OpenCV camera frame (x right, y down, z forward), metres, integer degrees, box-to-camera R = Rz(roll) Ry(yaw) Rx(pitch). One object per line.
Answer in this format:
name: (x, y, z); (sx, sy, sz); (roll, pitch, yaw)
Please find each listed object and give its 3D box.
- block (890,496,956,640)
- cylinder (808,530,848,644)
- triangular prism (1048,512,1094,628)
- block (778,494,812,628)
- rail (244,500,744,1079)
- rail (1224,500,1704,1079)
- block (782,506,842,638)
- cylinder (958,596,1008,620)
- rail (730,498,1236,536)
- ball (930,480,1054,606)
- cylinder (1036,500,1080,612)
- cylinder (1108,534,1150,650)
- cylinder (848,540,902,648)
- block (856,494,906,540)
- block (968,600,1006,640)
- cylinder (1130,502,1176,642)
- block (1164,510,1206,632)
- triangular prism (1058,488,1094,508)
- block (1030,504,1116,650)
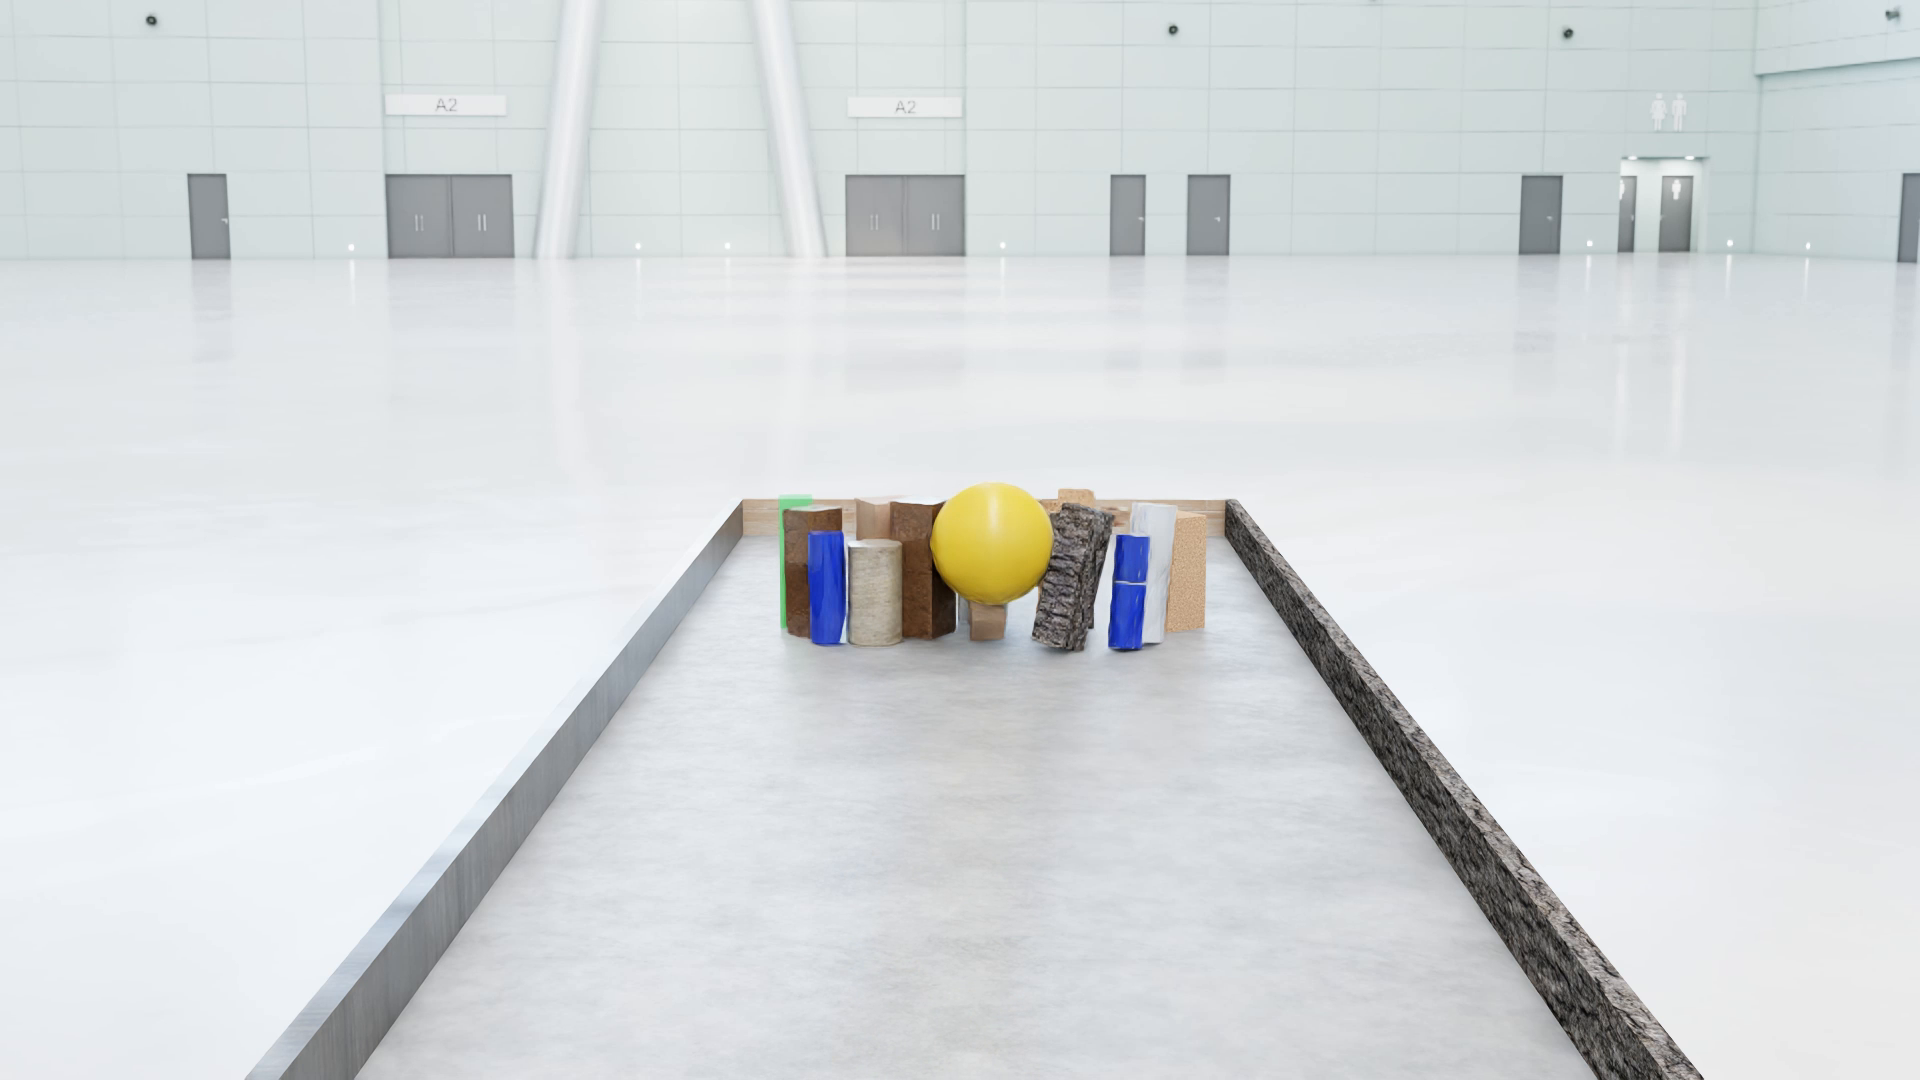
block: (-0.120, 0.085, 7.039); (0.155, 0.432, 0.155); (5, 10, 29)
cylinder: (-0.417, 0.149, 6.939); (0.117, 0.348, 0.117); (-2, 7, 0)
triangular prism: (0.324, 0.105, 7.079); (0.142, 0.373, 0.123); (-1, -6, -40)
block: (-0.536, 0.069, 7.204); (0.108, 0.428, 0.108); (-1, 9, -5)
rail: (-1.004, 0.839, 3.234); (0.050, 0.150, 12.000); (0, 9, 1)
rail: (1.046, 0.843, 3.208); (0.050, 0.150, 12.000); (0, 9, 1)
block: (-0.467, 0.100, 7.060); (0.135, 0.406, 0.135); (-8, 9, -42)
cylinder: (0.075, 0.103, 7.285); (0.165, 0.321, 0.165); (0, 3, 0)
rail: (0.099, -0.098, 9.147); (2.100, 0.150, 0.050); (0, 9, 1)
ball: (0.102, 0.010, 6.863); (0.388, 0.388, 0.388); (0, 9, 0)
cylinder: (0.319, 0.073, 7.185); (0.117, 0.397, 0.117); (4, 0, 0)
cylinder: (0.526, 0.160, 6.844); (0.107, 0.351, 0.107); (4, 3, 0)
cylinder: (-0.269, 0.167, 6.947); (0.173, 0.315, 0.173); (0, 9, 0)
block: (-0.232, 0.073, 7.196); (0.162, 0.416, 0.162); (-5, 10, -24)
block: (0.080, 0.160, 7.059); (0.107, 0.107, 0.318); (-1, 52, -4)
cylinder: (0.593, 0.102, 6.947); (0.140, 0.429, 0.140); (5, 4, 0)
block: (0.694, 0.100, 7.195); (0.156, 0.370, 0.156); (-6, 11, -33)
triangular prism: (0.398, 0.051, 7.270); (0.125, 0.434, 0.108); (1, -2, 44)
block: (0.350, 0.115, 6.809); (0.121, 0.434, 0.121); (17, 6, 37)
